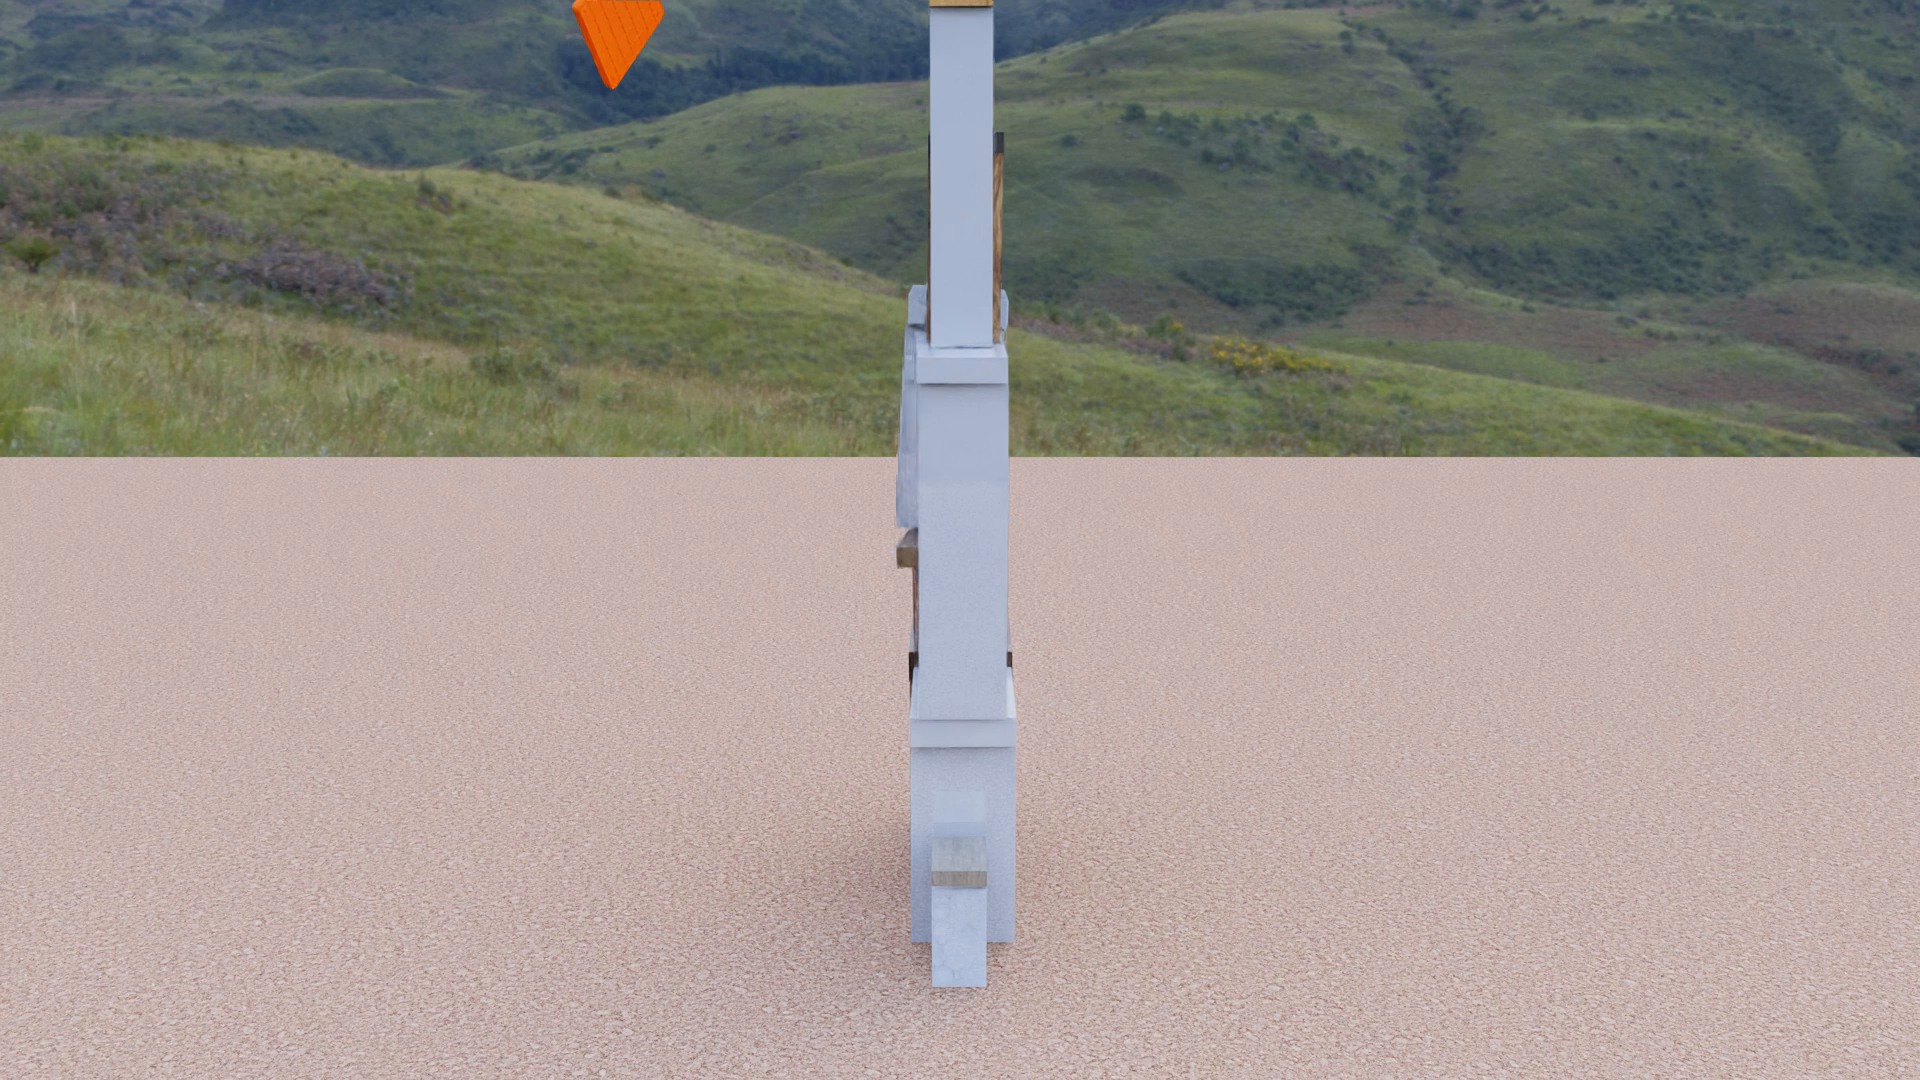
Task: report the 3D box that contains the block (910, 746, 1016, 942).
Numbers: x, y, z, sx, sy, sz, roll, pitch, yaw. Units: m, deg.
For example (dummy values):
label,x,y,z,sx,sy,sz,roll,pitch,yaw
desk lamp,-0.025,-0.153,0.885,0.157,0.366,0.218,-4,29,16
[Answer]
label,x,y,z,sx,sy,sz,roll,pitch,yaw
block,0.005,0.466,3.442,0.163,0.326,0.046,0,10,0

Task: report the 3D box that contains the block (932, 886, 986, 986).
label,x,y,z,sx,sy,sz,roll,pitch,yaw
block,-0.001,0.582,3.266,0.081,0.162,0.023,0,11,0

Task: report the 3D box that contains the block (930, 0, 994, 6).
label,x,y,z,sx,sy,sz,roll,pitch,yaw
block,0.003,-0.809,3.278,0.093,0.026,0.185,0,13,1

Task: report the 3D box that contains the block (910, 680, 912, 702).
label,x,y,z,sx,sy,sz,roll,pitch,yaw
block,0.001,0.395,3.769,0.173,0.346,0.049,0,11,0

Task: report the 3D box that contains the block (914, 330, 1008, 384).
label,x,y,z,sx,sy,sz,roll,pitch,yaw
block,-0.001,-0.280,3.345,0.133,0.038,0.265,0,14,-2

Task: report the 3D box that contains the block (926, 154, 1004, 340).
label,x,y,z,sx,sy,sz,roll,pitch,yaw
block,0.007,-0.445,3.340,0.112,0.281,0.032,0,10,-2

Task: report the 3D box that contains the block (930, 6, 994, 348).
label,x,y,z,sx,sy,sz,roll,pitch,yaw
block,0.002,-0.537,3.264,0.093,0.498,0.026,0,10,-2

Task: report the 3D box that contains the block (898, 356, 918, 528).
label,x,y,z,sx,sy,sz,roll,pitch,yaw
block,-0.025,-0.150,3.459,0.133,0.266,0.038,4,11,5

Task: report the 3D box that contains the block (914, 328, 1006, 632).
label,x,y,z,sx,sy,sz,roll,pitch,yaw
block,-0.002,-0.110,3.783,0.157,0.543,0.045,0,11,0

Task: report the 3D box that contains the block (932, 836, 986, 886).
label,x,y,z,sx,sy,sz,roll,pitch,yaw
block,-0.001,0.482,3.302,0.081,0.023,0.162,0,11,0

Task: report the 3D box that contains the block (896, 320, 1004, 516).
label,x,y,z,sx,sy,sz,roll,pitch,yaw
block,-0.016,-0.192,3.552,0.158,0.315,0.045,3,9,0

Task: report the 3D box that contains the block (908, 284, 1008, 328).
label,x,y,z,sx,sy,sz,roll,pitch,yaw
block,-0.003,-0.386,3.625,0.158,0.045,0.315,3,9,-1

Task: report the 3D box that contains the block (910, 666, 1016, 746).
label,x,y,z,sx,sy,sz,roll,pitch,yaw
block,0.004,0.264,3.515,0.163,0.046,0.326,0,11,0

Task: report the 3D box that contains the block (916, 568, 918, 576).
label,x,y,z,sx,sy,sz,roll,pitch,yaw
block,-0.009,0.116,3.562,0.110,0.220,0.031,-3,10,4

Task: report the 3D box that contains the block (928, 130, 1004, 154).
label,x,y,z,sx,sy,sz,roll,pitch,yaw
block,0.007,-0.613,3.387,0.112,0.032,0.224,0,11,-1

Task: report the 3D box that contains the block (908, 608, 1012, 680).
label,x,y,z,sx,sy,sz,roll,pitch,yaw
block,0.001,0.180,3.846,0.173,0.049,0.346,0,11,0

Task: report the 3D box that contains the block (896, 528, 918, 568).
label,x,y,z,sx,sy,sz,roll,pitch,yaw
block,-0.031,0.006,3.469,0.110,0.031,0.220,-3,10,6

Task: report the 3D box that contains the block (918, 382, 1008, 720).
label,x,y,z,sx,sy,sz,roll,pitch,yaw
block,0.005,0.015,3.311,0.133,0.517,0.038,0,10,0
